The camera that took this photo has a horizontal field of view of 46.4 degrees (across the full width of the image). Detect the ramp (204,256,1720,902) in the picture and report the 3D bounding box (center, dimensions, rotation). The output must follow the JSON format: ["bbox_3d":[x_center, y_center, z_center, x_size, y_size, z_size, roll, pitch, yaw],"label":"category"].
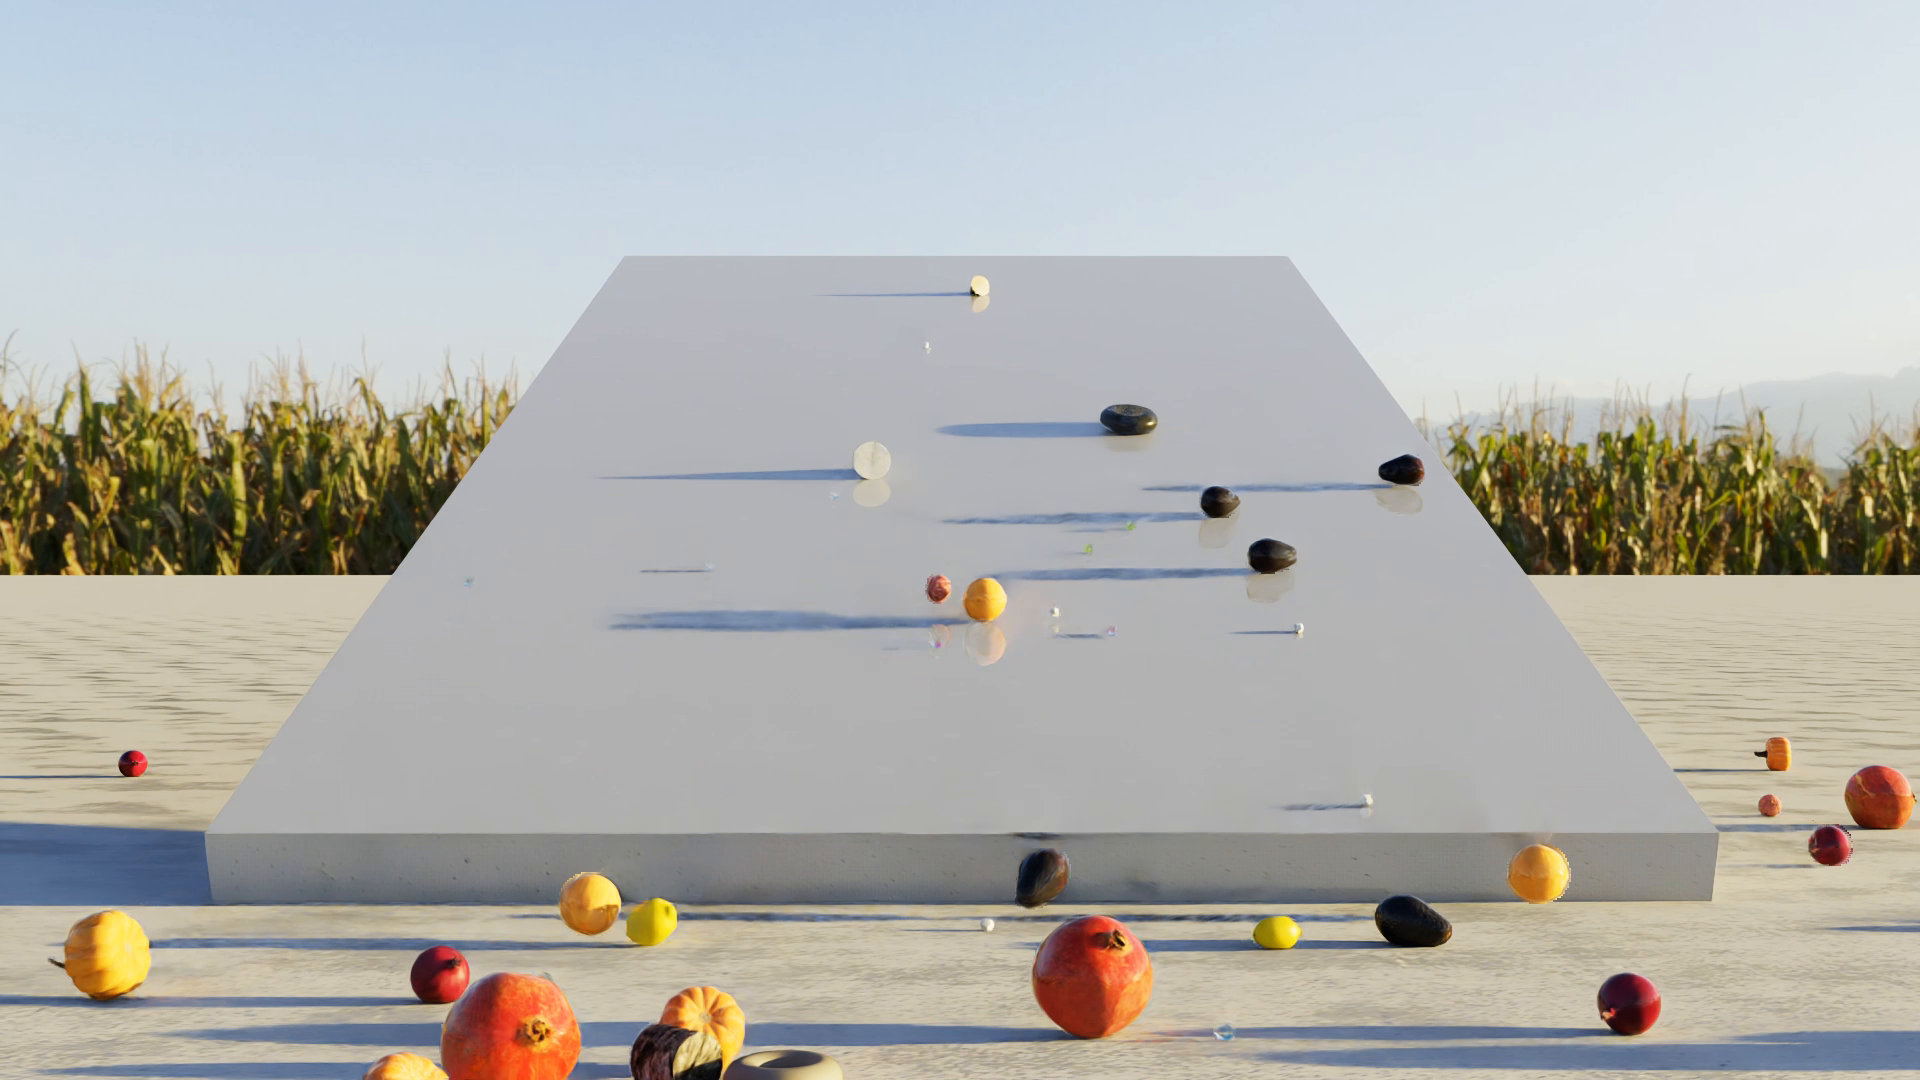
[{"bbox_3d":[-0.004,-0.188,4.871,2.000,0.100,4.000,0,18,0],"label":"ramp"}]

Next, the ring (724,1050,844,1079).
[{"bbox_3d":[-0.148,0.451,1.873,0.101,0.034,0.101,-1,0,0],"label":"ring"}]

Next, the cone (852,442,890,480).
[{"bbox_3d":[-0.184,-0.154,4.551,0.078,0.078,0.078,0,-9,-8],"label":"cone"}]

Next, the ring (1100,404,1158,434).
[{"bbox_3d":[0.367,-0.262,4.870,0.127,0.042,0.127,3,20,-1],"label":"ring"}]

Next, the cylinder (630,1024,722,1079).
[{"bbox_3d":[-0.239,0.440,1.892,0.055,0.055,0.055,-1,-1,43],"label":"cylinder"}]
